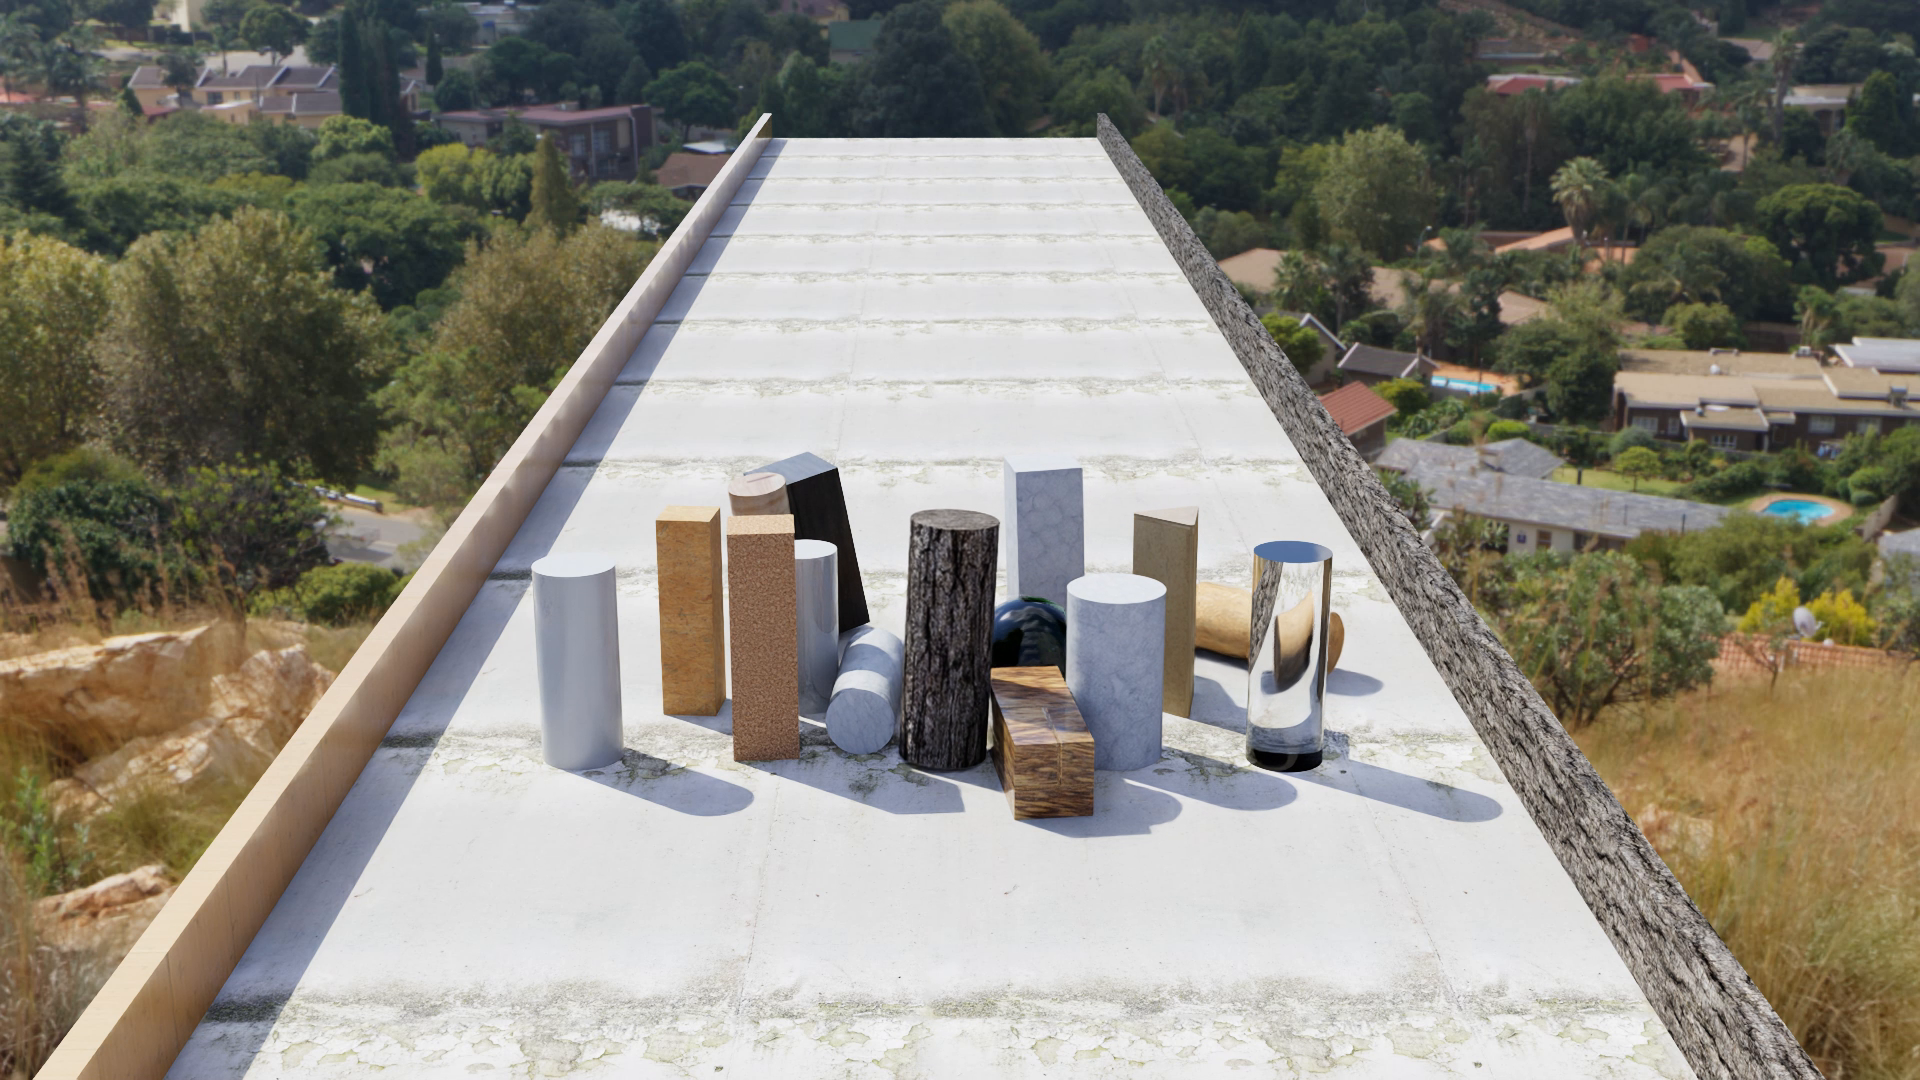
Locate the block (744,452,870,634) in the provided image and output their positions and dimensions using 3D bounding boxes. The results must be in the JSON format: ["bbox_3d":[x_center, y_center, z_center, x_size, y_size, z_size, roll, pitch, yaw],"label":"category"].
[{"bbox_3d":[-0.315,0.017,4.525,0.148,0.346,0.148,-20,23,-22],"label":"block"}]

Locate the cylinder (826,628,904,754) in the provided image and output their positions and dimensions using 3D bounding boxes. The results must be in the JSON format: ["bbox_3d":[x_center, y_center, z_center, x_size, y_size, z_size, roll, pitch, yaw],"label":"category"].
[{"bbox_3d":[-0.170,0.277,4.077,0.125,0.125,0.335,1,17,2],"label":"cylinder"}]

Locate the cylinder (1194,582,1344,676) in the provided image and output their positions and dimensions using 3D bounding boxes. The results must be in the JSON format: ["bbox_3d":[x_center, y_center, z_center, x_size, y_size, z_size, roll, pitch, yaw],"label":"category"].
[{"bbox_3d":[0.600,0.179,4.390,0.301,0.135,0.135,14,21,38],"label":"cylinder"}]

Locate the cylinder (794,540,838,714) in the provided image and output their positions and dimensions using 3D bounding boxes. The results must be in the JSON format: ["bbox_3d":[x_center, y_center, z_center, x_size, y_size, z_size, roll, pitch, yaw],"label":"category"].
[{"bbox_3d":[-0.291,0.163,4.141,0.124,0.306,0.124,0,17,0],"label":"cylinder"}]

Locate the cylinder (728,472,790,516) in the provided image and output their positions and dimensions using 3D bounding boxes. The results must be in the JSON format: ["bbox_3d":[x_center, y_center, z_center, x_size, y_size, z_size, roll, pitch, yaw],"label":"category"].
[{"bbox_3d":[-0.376,0.058,4.364,0.115,0.367,0.115,-6,24,3],"label":"cylinder"}]

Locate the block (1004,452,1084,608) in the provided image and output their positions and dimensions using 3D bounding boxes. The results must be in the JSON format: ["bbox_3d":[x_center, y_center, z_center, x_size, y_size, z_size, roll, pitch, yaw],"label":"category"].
[{"bbox_3d":[0.169,0.038,4.388,0.133,0.401,0.133,-4,17,-8],"label":"block"}]

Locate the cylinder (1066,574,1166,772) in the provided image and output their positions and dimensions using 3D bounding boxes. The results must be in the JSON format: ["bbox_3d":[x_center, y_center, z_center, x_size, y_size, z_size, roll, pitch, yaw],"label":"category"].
[{"bbox_3d":[0.275,0.233,3.900,0.174,0.310,0.174,0,17,0],"label":"cylinder"}]

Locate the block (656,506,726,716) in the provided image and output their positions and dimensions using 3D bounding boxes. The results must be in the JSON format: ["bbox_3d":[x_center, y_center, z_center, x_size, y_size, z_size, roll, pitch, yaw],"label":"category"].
[{"bbox_3d":[-0.502,0.133,4.115,0.100,0.379,0.100,2,17,5],"label":"block"}]

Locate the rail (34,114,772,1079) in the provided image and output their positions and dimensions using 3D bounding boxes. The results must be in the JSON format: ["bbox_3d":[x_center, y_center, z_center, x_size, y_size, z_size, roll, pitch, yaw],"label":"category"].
[{"bbox_3d":[-1.118,-0.838,7.780,0.050,0.150,12.000,0,17,-1],"label":"rail"}]

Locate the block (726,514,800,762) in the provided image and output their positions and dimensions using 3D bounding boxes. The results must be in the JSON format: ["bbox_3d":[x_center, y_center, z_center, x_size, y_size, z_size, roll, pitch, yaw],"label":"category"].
[{"bbox_3d":[-0.349,0.174,3.906,0.117,0.420,0.117,-1,17,-5],"label":"block"}]

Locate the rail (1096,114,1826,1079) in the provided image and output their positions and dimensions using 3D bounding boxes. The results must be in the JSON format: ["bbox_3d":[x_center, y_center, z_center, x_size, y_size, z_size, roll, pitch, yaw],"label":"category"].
[{"bbox_3d":[0.932,-0.844,7.801,0.050,0.150,12.000,0,17,-1],"label":"rail"}]

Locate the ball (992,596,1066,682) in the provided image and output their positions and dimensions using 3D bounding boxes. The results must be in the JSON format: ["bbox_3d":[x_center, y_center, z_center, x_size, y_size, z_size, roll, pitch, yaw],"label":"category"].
[{"bbox_3d":[0.128,0.217,4.103,0.224,0.224,0.224,0,17,0],"label":"ball"}]

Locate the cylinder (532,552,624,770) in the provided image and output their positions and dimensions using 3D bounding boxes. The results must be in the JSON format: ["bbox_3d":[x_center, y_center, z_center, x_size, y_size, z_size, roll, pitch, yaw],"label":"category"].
[{"bbox_3d":[-0.673,0.214,3.884,0.145,0.356,0.145,0,17,0],"label":"cylinder"}]

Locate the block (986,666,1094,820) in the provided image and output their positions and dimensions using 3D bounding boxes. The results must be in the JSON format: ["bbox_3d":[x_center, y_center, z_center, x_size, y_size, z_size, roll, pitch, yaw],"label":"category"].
[{"bbox_3d":[0.133,0.347,3.827,0.133,0.133,0.374,-2,17,-7],"label":"block"}]

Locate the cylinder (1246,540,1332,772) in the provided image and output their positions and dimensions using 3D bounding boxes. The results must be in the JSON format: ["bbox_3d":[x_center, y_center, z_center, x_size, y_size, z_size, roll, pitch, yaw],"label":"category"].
[{"bbox_3d":[0.577,0.204,3.866,0.137,0.384,0.137,0,17,0],"label":"cylinder"}]

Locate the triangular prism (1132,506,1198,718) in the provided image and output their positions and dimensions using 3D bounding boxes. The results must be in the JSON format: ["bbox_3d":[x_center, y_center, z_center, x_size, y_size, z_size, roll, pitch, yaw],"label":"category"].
[{"bbox_3d":[0.410,0.128,4.135,0.131,0.375,0.114,13,21,38],"label":"triangular prism"}]

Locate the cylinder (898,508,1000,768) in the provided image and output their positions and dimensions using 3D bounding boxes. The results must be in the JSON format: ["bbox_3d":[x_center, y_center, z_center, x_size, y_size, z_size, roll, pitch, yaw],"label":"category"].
[{"bbox_3d":[-0.020,0.173,3.873,0.156,0.431,0.156,3,14,-1],"label":"cylinder"}]

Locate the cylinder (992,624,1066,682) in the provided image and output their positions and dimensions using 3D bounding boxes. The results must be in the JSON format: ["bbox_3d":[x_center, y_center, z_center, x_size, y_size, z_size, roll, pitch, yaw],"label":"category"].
[{"bbox_3d":[0.114,0.222,4.305,0.353,0.100,0.100,8,18,24],"label":"cylinder"}]
